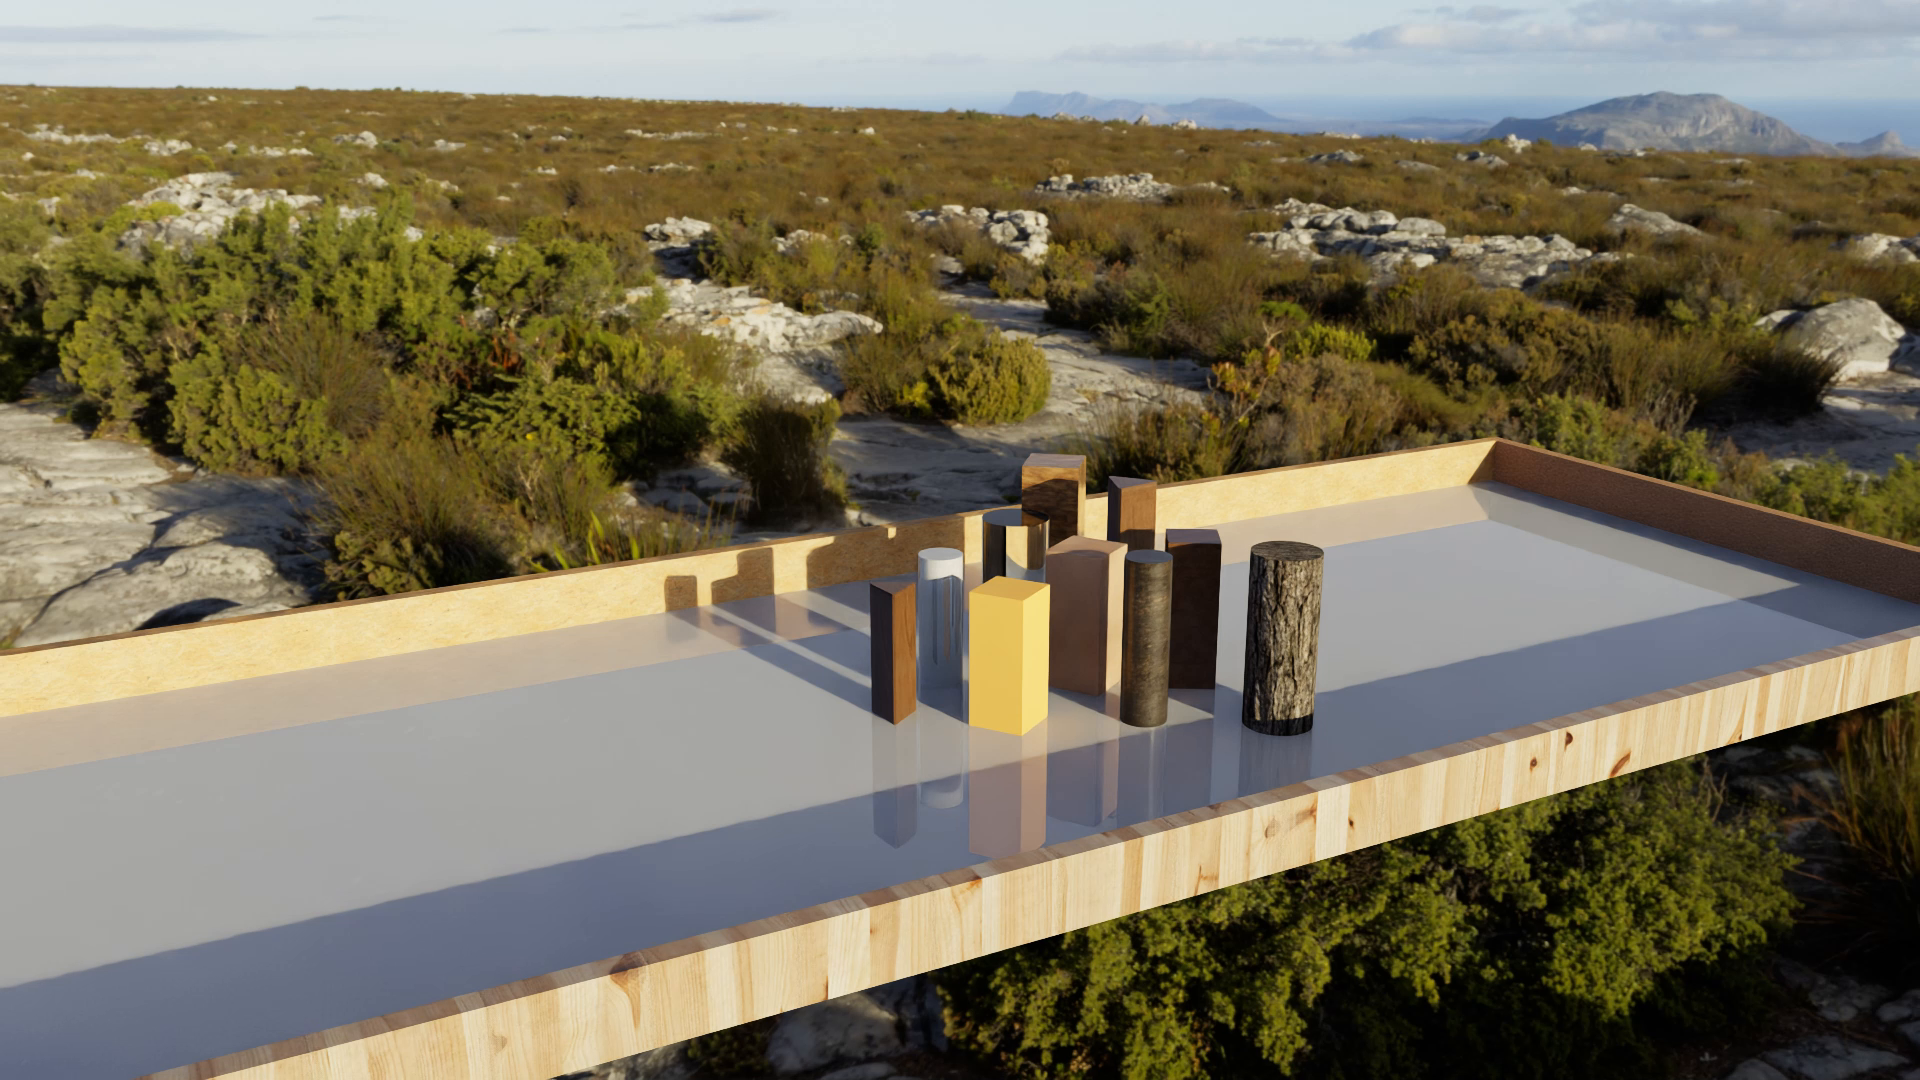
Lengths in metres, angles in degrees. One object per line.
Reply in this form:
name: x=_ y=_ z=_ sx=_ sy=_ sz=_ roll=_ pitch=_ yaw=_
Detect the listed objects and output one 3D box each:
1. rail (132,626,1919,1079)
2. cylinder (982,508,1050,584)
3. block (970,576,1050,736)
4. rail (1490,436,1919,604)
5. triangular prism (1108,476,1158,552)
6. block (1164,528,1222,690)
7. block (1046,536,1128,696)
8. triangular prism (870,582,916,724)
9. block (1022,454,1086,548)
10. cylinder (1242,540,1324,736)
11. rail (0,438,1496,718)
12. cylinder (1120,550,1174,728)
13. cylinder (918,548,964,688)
rail: x=-2.336 y=1.006 z=1.665 sx=12.000 sy=0.150 sz=0.050 roll=-9 pitch=18 yaw=-27
cylinder: x=0.146 y=0.106 z=4.381 sx=0.179 sy=0.345 sz=0.179 roll=0 pitch=16 yaw=0
block: x=0.115 y=0.269 z=3.856 sx=0.138 sy=0.329 sz=0.138 roll=9 pitch=18 yaw=27
rail: x=2.466 y=-0.048 z=5.253 sx=0.050 sy=0.150 sz=2.100 roll=-9 pitch=18 yaw=-27
triangular prism: x=0.423 y=0.066 z=4.318 sx=0.128 sy=0.458 sz=0.111 roll=-12 pitch=20 yaw=-35
block: x=0.573 y=0.171 z=4.105 sx=0.128 sy=0.377 sz=0.128 roll=1 pitch=16 yaw=3
block: x=0.311 y=0.186 z=4.094 sx=0.149 sy=0.353 sz=0.149 roll=9 pitch=19 yaw=29
triangular prism: x=-0.144 y=0.260 z=3.898 sx=0.090 sy=0.322 sz=0.104 roll=-11 pitch=19 yaw=-32
block: x=0.260 y=-0.006 z=4.592 sx=0.155 sy=0.441 sz=0.155 roll=3 pitch=17 yaw=11
cylinder: x=0.749 y=0.227 z=3.832 sx=0.165 sy=0.422 sz=0.165 roll=0 pitch=16 yaw=0
rail: x=-3.305 y=0.497 z=3.399 sx=12.000 sy=0.150 sz=0.050 roll=-9 pitch=18 yaw=-27
cylinder: x=0.435 y=0.230 z=3.858 sx=0.112 sy=0.402 sz=0.112 roll=0 pitch=16 yaw=0
cylinder: x=-0.048 y=0.193 z=4.113 sx=0.111 sy=0.330 sz=0.111 roll=0 pitch=16 yaw=0
